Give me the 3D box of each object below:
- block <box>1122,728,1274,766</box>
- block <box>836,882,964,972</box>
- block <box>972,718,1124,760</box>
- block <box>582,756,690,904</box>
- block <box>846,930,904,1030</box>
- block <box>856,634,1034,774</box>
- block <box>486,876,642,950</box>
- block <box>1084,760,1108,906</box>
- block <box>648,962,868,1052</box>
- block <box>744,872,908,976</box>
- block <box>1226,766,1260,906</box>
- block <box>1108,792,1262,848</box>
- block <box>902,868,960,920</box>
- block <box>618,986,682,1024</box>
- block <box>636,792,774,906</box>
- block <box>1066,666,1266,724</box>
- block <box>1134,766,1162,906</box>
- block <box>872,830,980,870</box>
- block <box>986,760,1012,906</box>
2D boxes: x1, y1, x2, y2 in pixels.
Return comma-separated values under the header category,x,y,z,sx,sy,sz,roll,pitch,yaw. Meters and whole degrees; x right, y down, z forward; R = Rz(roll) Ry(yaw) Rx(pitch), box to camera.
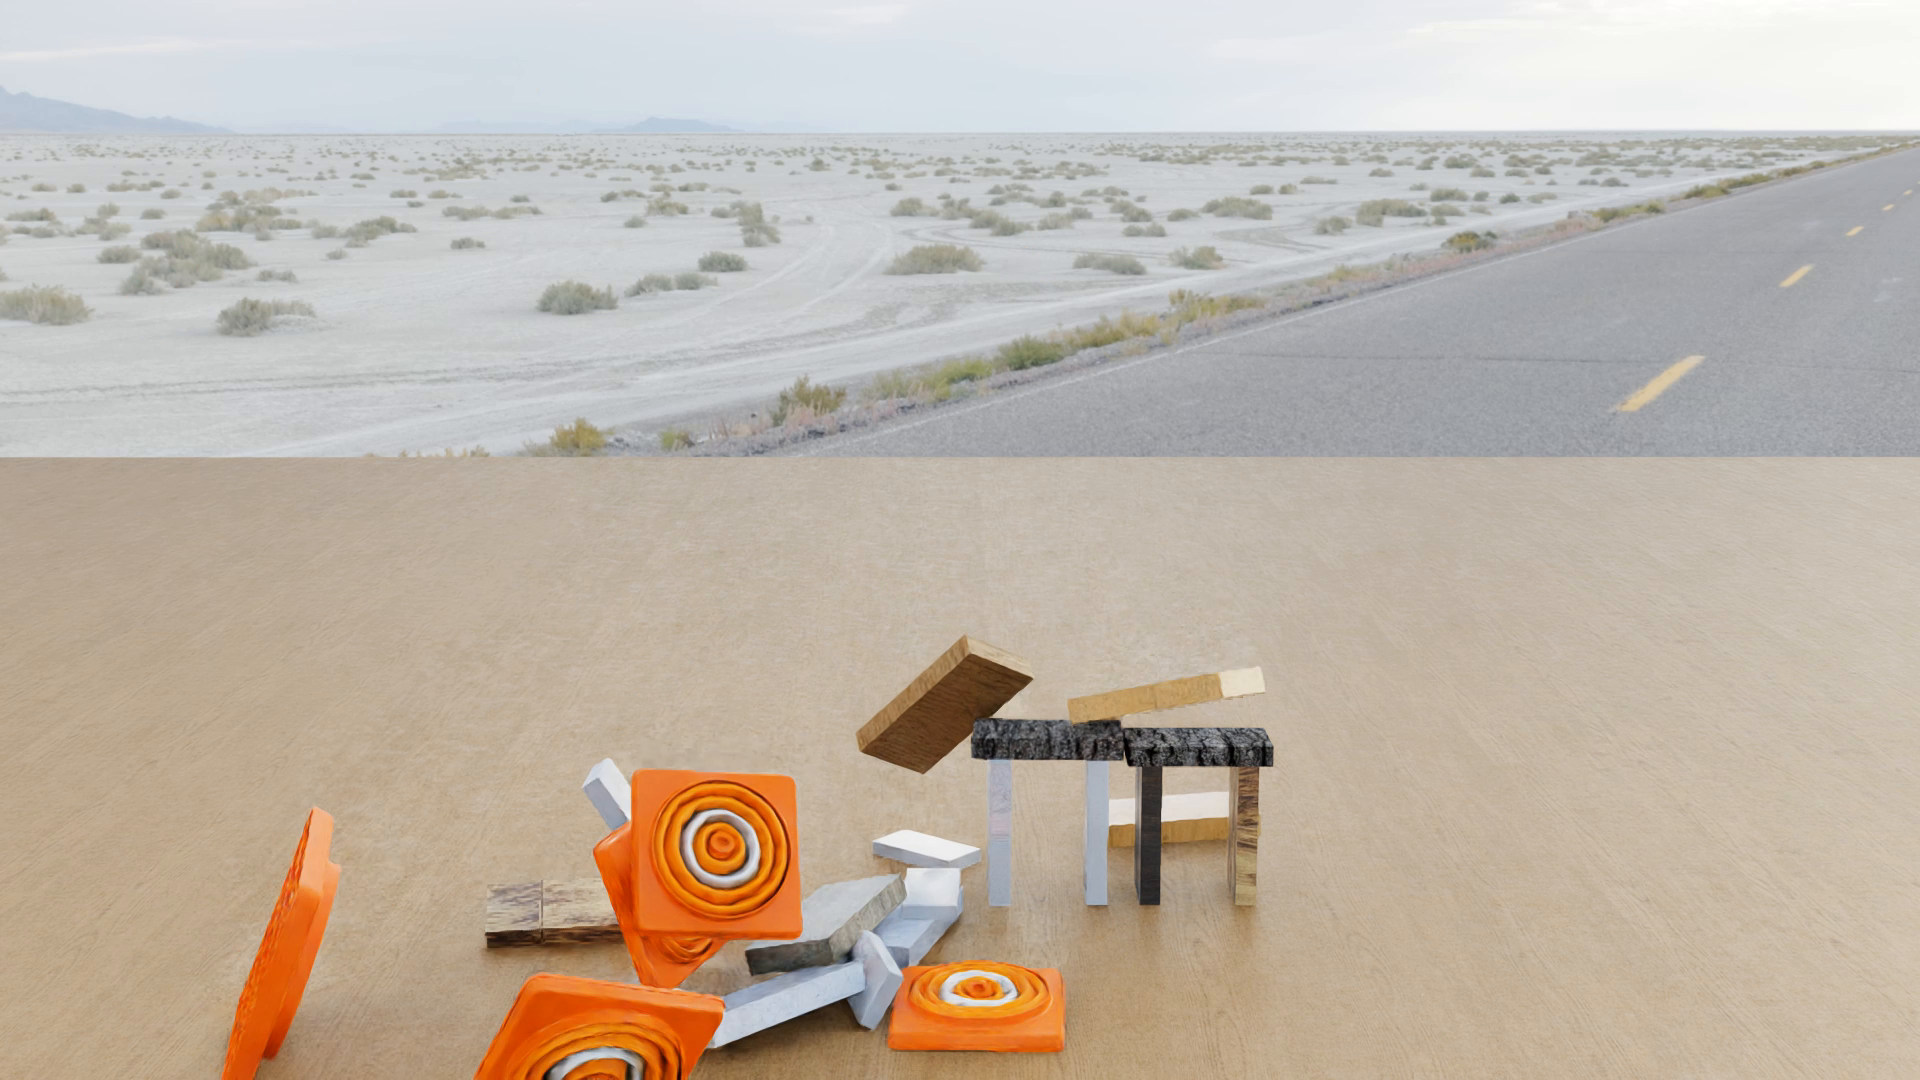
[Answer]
category,x,y,z,sx,sy,sz,roll,pitch,yaw
block,0.391,0.341,3.626,0.236,0.033,0.118,0,11,0
block,-0.103,0.606,3.472,0.141,0.040,0.283,3,11,17
block,0.144,0.329,3.632,0.246,0.035,0.123,0,11,3
block,-0.537,0.482,3.654,0.034,0.239,0.119,-33,9,5
block,-0.131,0.636,3.186,0.024,0.086,0.173,29,2,-17
block,-0.027,0.278,3.686,0.144,0.289,0.041,24,36,-36
block,-0.626,0.588,3.479,0.238,0.034,0.119,-1,30,-10
block,0.226,0.469,3.649,0.035,0.246,0.123,0,11,1
block,-0.282,0.655,3.088,0.283,0.040,0.141,-11,-4,-46
block,-0.200,0.584,3.354,0.141,0.040,0.283,-12,7,23
block,0.469,0.473,3.651,0.033,0.236,0.118,0,11,0
block,0.387,0.507,4.004,0.289,0.041,0.144,-3,11,-13
block,-0.045,0.566,3.514,0.086,0.024,0.173,0,11,2
block,-0.448,0.671,3.180,0.053,0.015,0.106,2,9,15
block,-0.422,0.511,3.657,0.238,0.034,0.119,33,9,-7
block,0.336,0.254,3.599,0.289,0.041,0.144,-13,-7,34
block,0.312,0.473,3.651,0.033,0.236,0.118,0,11,0
block,-0.059,0.545,3.846,0.173,0.024,0.086,8,13,38
block,0.065,0.469,3.648,0.035,0.246,0.123,0,11,-2
